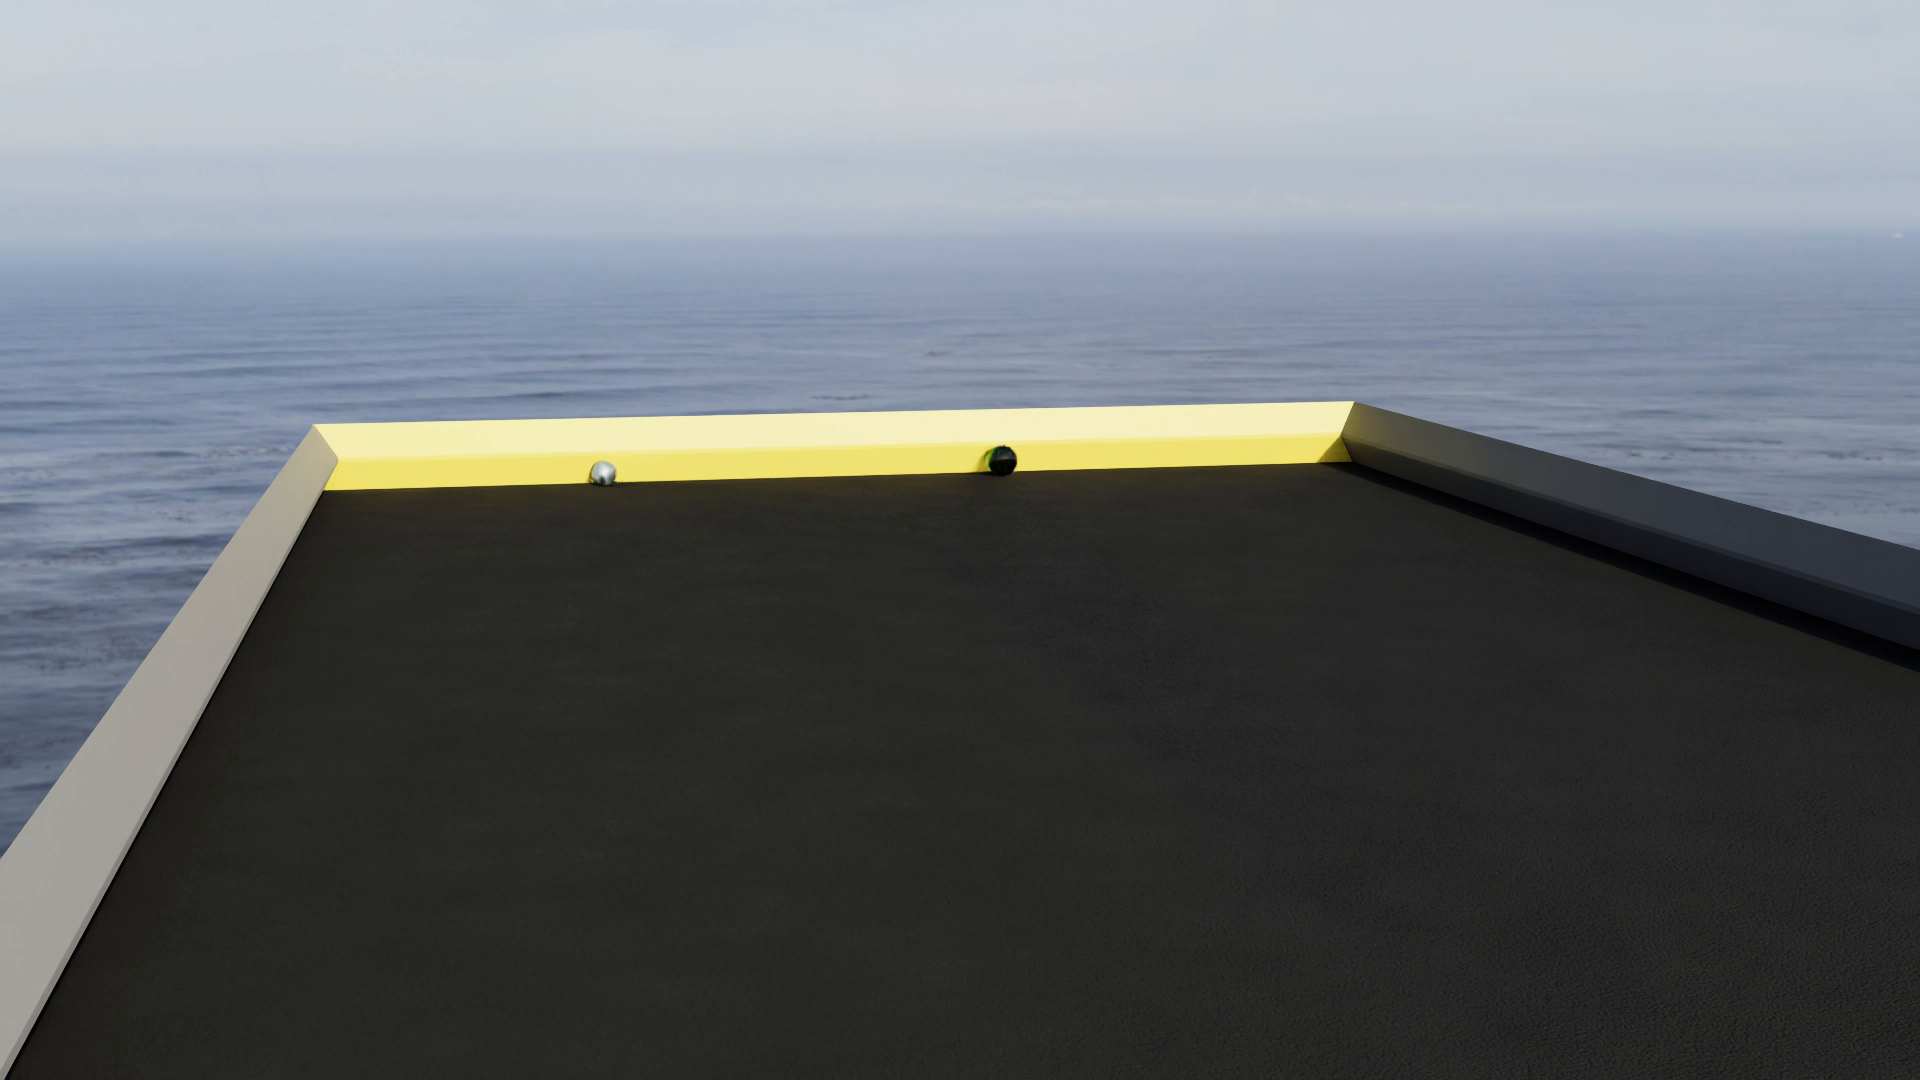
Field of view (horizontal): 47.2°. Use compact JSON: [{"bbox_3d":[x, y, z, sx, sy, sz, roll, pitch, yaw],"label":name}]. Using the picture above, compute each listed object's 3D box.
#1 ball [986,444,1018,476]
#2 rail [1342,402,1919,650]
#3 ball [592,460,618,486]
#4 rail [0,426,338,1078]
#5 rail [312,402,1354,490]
[{"bbox_3d":[0.082,-0.156,4.285,0.060,0.060,0.060,0,9,0],"label":"ball"},{"bbox_3d":[1.175,0.086,2.636,0.045,0.121,3.837,-2,10,-12],"label":"rail"},{"bbox_3d":[-0.670,-0.126,4.144,0.048,0.048,0.048,0,9,0],"label":"ball"},{"bbox_3d":[-0.782,0.153,2.232,0.045,0.121,3.837,-2,10,-12],"label":"rail"},{"bbox_3d":[-0.192,-0.184,4.264,2.046,0.121,0.045,-2,10,-12],"label":"rail"}]
